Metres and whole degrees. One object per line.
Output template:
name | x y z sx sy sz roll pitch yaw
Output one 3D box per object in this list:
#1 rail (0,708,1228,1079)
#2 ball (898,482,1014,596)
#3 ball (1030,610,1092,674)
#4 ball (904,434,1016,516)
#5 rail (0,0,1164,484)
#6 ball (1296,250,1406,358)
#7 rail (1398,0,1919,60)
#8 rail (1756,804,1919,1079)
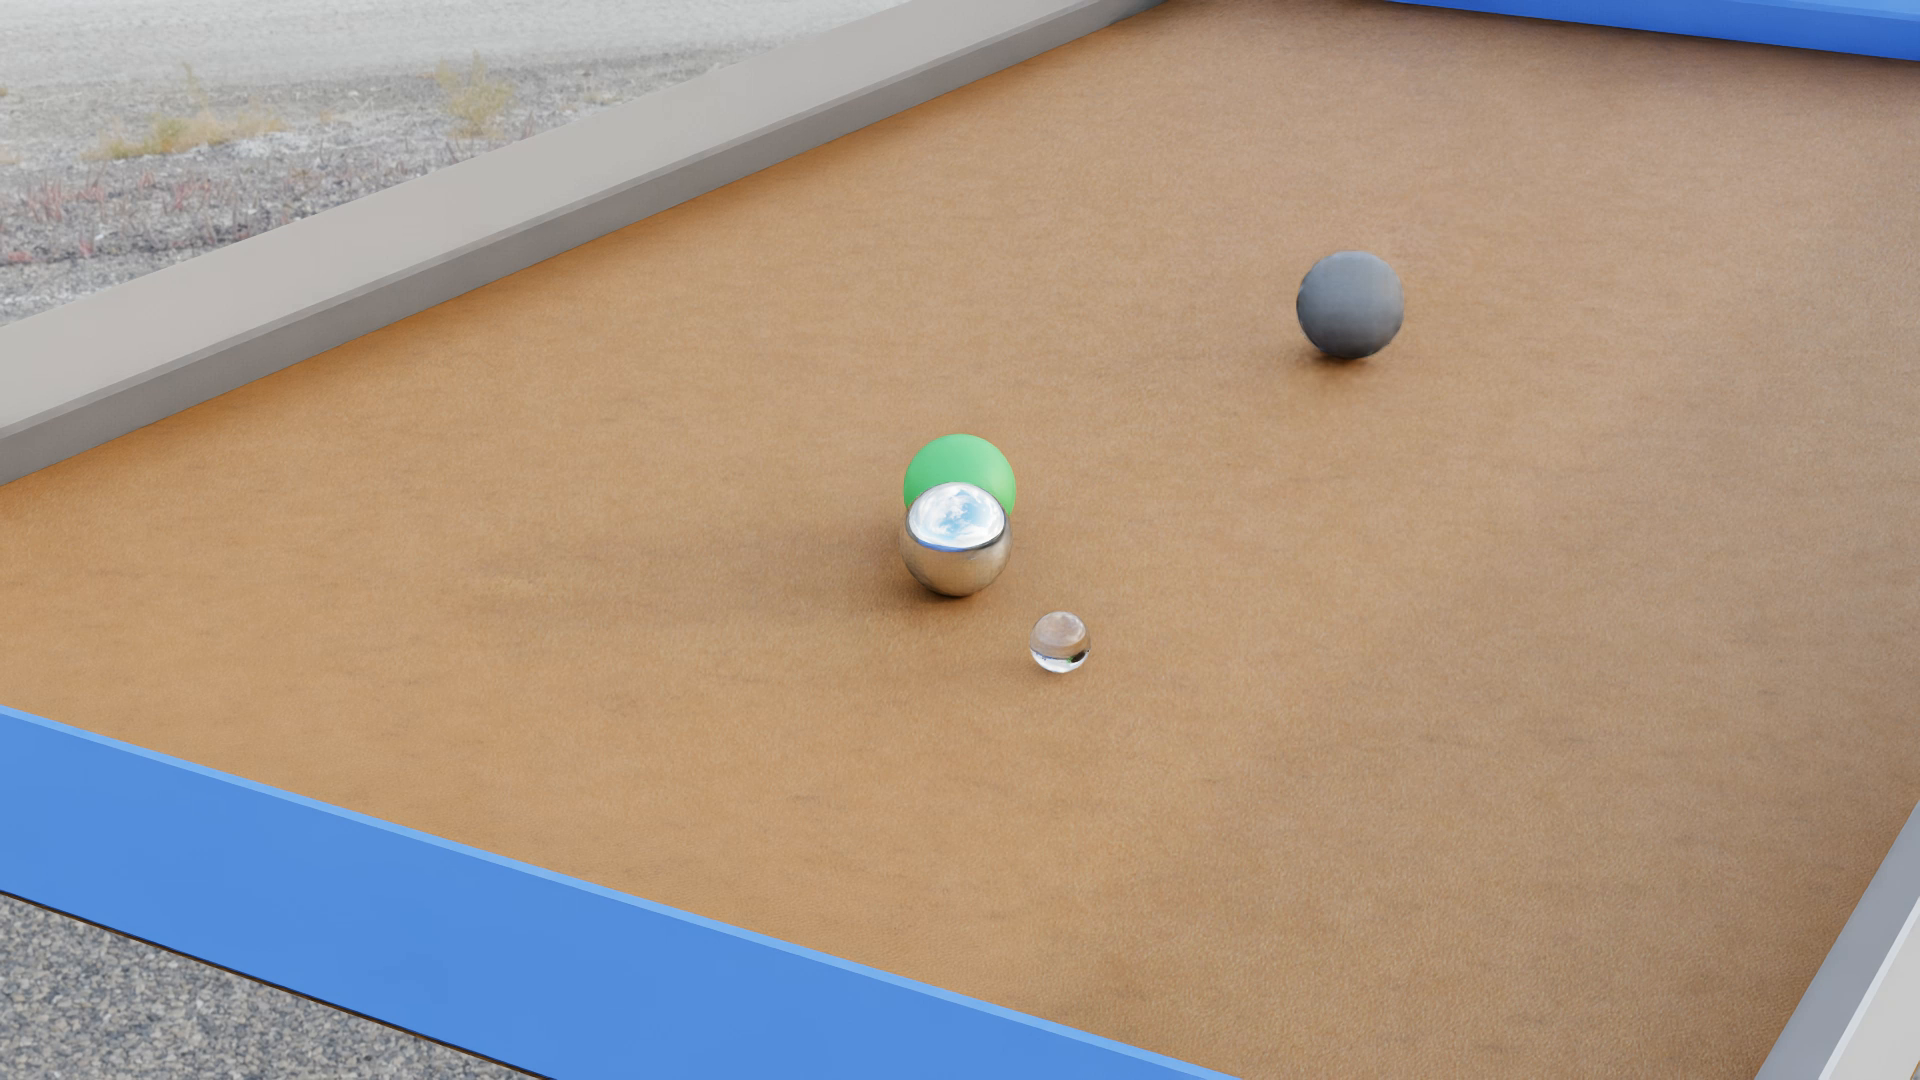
rail | -0.310 0.181 1.523 1.446 0.118 0.045 12 25 27
ball | -0.003 -0.001 2.018 0.079 0.079 0.079 0 22 0
ball | 0.065 0.066 1.907 0.040 0.040 0.040 0 22 0
ball | 0.000 -0.035 2.100 0.081 0.081 0.081 0 22 0
rail | -0.284 -0.371 2.861 0.045 0.118 2.583 12 25 27
ball | 0.330 -0.198 2.481 0.091 0.091 0.091 0 22 0
rail | 0.954 -0.658 3.555 1.446 0.118 0.045 12 25 27
rail | 0.928 -0.105 2.217 0.045 0.118 2.583 12 25 27
